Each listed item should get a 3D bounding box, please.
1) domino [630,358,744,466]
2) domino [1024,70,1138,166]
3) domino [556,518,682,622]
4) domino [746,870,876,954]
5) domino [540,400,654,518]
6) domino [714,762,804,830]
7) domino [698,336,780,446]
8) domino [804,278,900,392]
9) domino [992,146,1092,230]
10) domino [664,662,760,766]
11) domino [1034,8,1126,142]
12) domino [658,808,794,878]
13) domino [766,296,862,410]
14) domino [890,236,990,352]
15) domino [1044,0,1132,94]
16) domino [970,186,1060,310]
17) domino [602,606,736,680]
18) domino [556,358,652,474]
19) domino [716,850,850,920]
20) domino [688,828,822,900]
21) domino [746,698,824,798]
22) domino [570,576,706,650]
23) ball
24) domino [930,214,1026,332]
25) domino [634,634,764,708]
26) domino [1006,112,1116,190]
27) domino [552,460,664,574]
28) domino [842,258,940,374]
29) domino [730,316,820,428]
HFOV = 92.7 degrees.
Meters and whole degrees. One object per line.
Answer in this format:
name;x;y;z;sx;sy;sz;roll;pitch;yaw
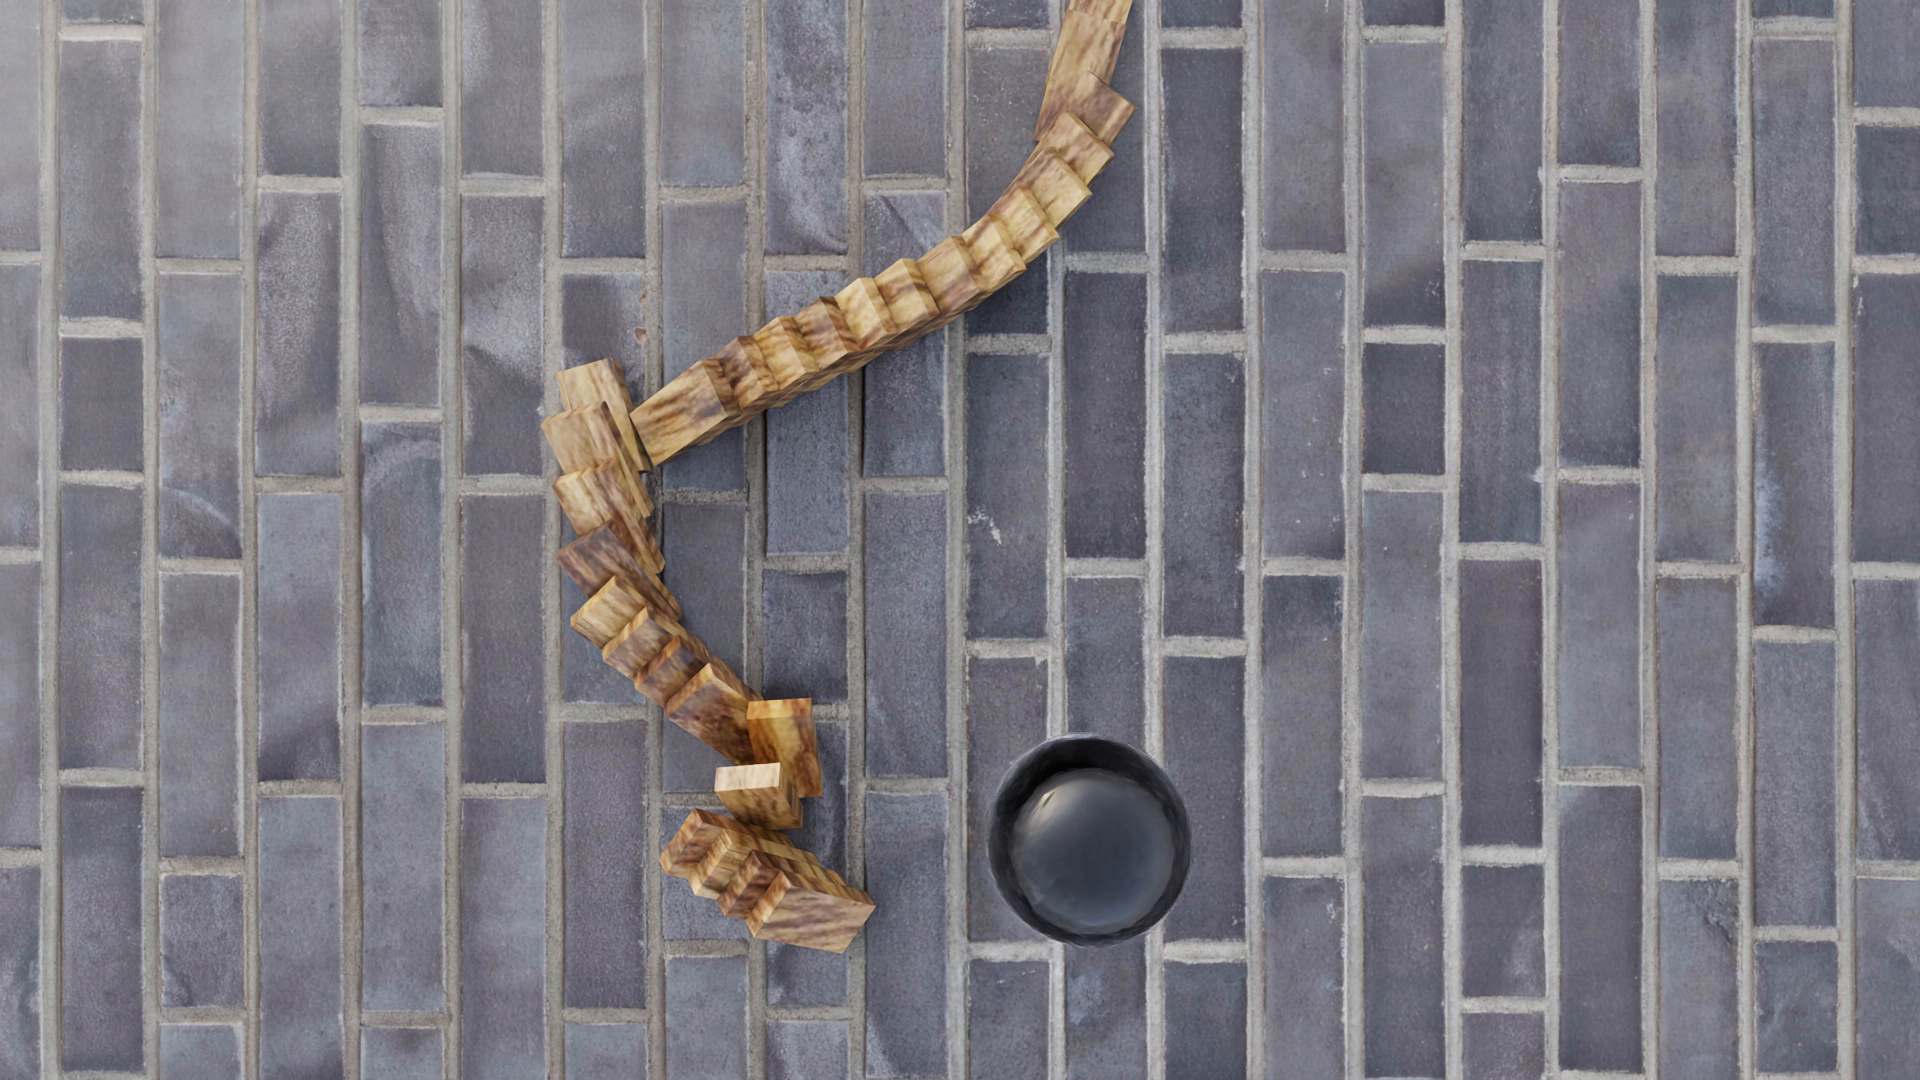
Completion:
domino;-0.115;-0.053;0.382;0.050;0.010;0.025;-25;91;33
domino;0.048;-0.166;0.383;0.025;0.010;0.050;38;120;0
domino;-0.142;0.019;0.385;0.025;0.009;0.050;-31;116;0
domino;-0.061;0.155;0.380;0.050;0.010;0.025;35;90;-42
domino;-0.151;-0.030;0.383;0.025;0.009;0.050;-16;117;0
domino;-0.082;0.107;0.377;0.025;0.050;0.010;-5;55;0
domino;-0.100;-0.062;0.383;0.050;0.009;0.025;-27;90;33
domino;-0.051;-0.085;0.383;0.050;0.010;0.025;-26;90;32
domino;0.028;-0.135;0.382;0.025;0.010;0.050;49;124;-2
domino;-0.095;0.075;0.382;0.025;0.009;0.050;-43;126;0
domino;0.050;-0.191;0.385;0.025;0.009;0.050;16;115;1
domino;-0.096;0.130;0.380;0.050;0.010;0.025;35;90;-42
domino;-0.067;-0.078;0.382;0.050;0.010;0.025;-27;90;32
domino;-0.014;-0.102;0.382;0.050;0.009;0.025;-26;93;34
domino;0.056;-0.215;0.395;0.025;0.010;0.050;18;90;0
domino;0.014;-0.121;0.382;0.050;0.010;0.025;-32;91;34
domino;-0.120;0.052;0.382;0.025;0.010;0.050;-44;124;0
domino;-0.154;-0.051;0.395;0.025;0.009;0.050;-16;90;0
domino;-0.073;0.146;0.380;0.050;0.010;0.025;35;90;-42
domino;-0.084;0.138;0.380;0.050;0.010;0.025;35;90;-42
domino;-0.072;0.087;0.381;0.025;0.010;0.050;-3;126;-3
domino;-0.134;0.040;0.383;0.025;0.009;0.050;-44;121;0
ball;0.050;0.117;0.360;0.080;0.080;0.080;0;90;0
domino;0.001;-0.110;0.382;0.050;0.010;0.025;-27;93;34
domino;-0.108;0.064;0.382;0.025;0.010;0.050;-43;124;0
domino;0.038;-0.148;0.382;0.025;0.010;0.050;45;124;0
domino;-0.147;-0.006;0.384;0.025;0.009;0.050;-17;117;1
domino;-0.035;-0.093;0.383;0.050;0.010;0.025;-26;90;31
domino;-0.084;-0.070;0.383;0.050;0.010;0.025;-27;90;32
